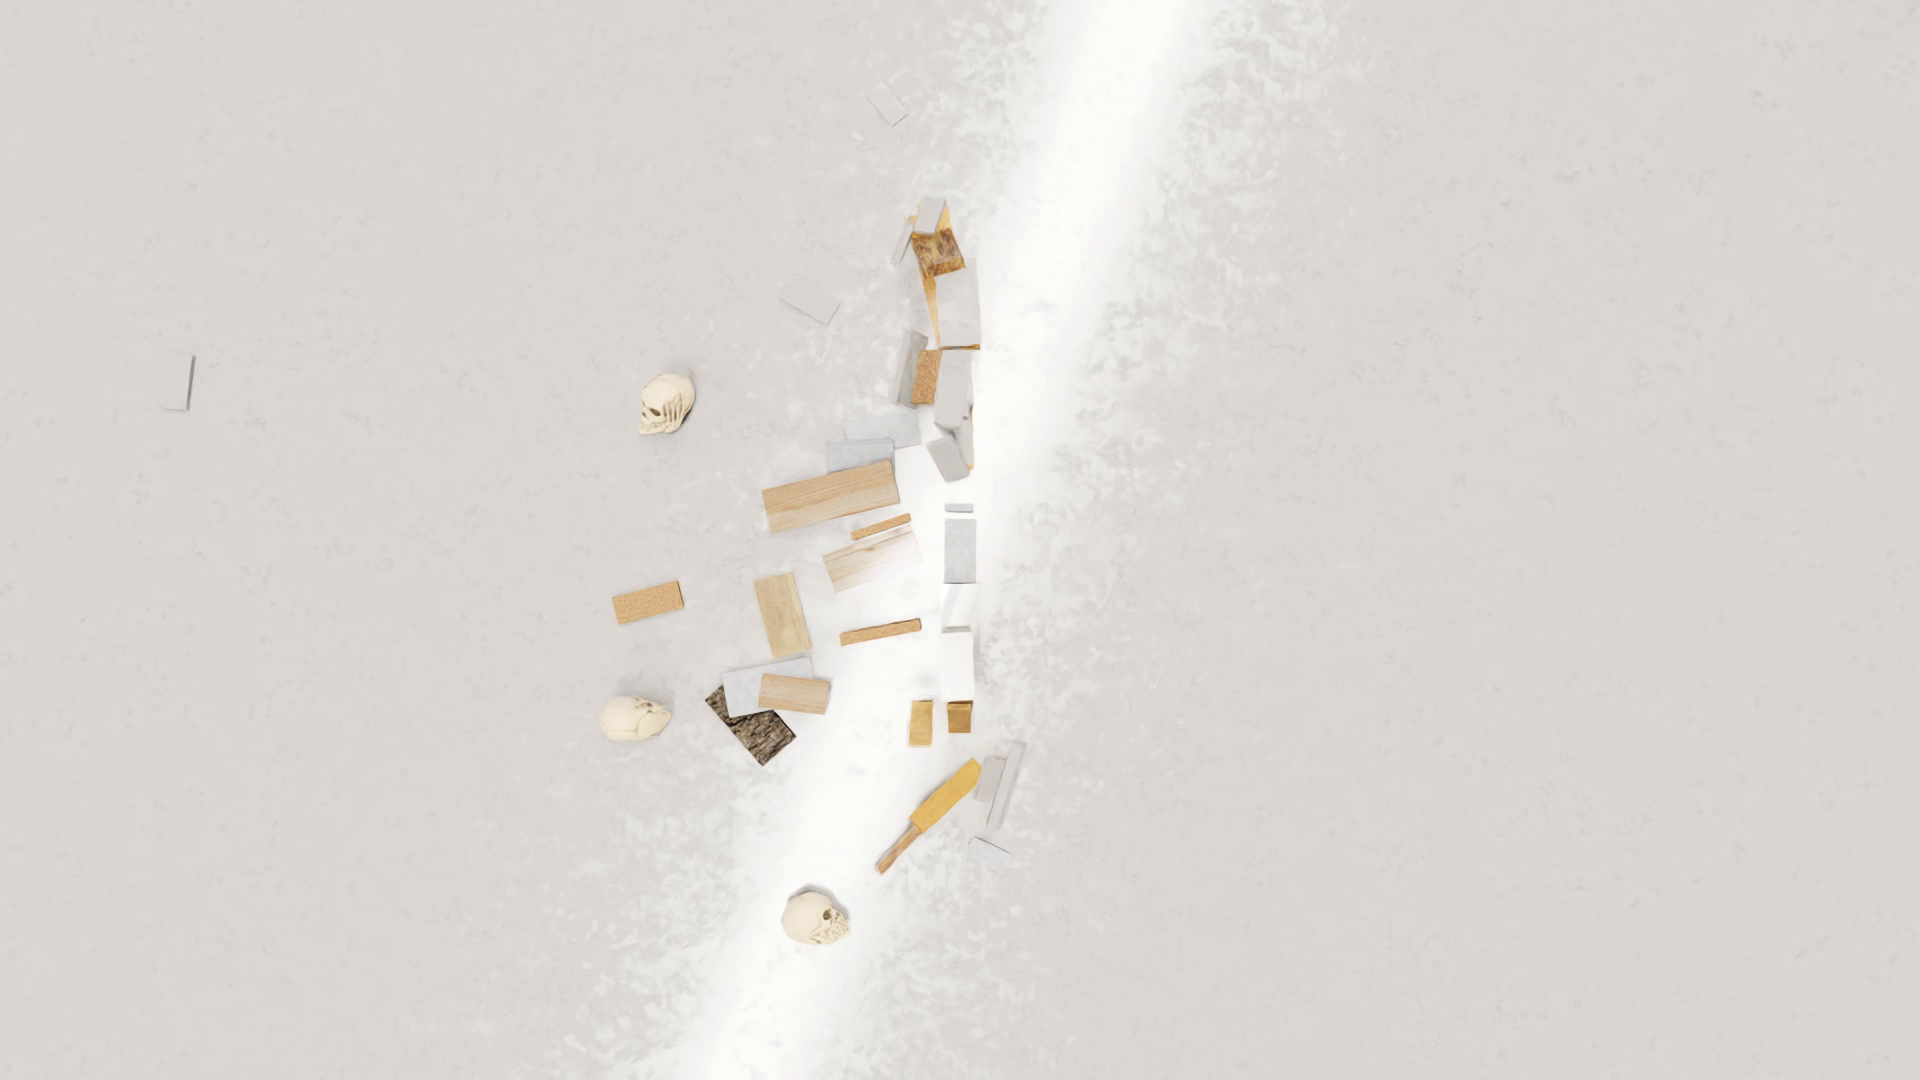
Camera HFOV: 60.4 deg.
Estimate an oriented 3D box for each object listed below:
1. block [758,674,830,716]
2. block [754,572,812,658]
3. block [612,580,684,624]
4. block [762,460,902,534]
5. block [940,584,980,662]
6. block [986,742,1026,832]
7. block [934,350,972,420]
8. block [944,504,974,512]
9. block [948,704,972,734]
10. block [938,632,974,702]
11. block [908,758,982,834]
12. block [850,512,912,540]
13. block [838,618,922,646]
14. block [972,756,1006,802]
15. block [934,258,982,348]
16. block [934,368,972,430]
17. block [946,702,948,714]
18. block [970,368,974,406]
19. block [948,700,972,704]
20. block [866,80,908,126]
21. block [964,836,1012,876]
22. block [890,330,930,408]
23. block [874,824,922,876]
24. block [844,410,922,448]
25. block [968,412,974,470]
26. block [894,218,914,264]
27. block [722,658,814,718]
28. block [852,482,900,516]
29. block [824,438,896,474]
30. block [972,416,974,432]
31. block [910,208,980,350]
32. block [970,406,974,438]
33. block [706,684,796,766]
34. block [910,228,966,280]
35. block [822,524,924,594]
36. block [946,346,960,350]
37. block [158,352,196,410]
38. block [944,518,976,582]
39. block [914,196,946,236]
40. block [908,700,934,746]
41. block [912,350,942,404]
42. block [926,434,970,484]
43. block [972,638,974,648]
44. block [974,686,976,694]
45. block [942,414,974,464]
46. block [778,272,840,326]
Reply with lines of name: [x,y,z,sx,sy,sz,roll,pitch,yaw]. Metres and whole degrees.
block: [-0.547,0.507,5.420,0.221,0.031,0.111,8,81,-8]
block: [-0.588,0.250,5.481,0.133,0.038,0.266,-15,90,0]
block: [-1.037,0.208,5.487,0.224,0.026,0.092,-15,90,0]
block: [-0.426,-0.143,5.452,0.441,0.041,0.146,-13,90,7]
block: [0.001,0.262,5.236,0.123,0.035,0.247,-1,90,0]
block: [0.154,0.814,5.443,0.031,0.111,0.291,17,90,13]
block: [-0.023,-0.506,5.365,0.112,0.032,0.225,2,77,1]
block: [-0.003,-0.105,5.404,0.096,0.192,0.027,0,90,0]
block: [-0.002,0.578,5.335,0.075,0.341,0.021,0,71,0]
block: [-0.011,0.383,4.998,0.102,0.029,0.204,-3,90,0]
block: [-0.038,0.841,5.429,0.299,0.021,0.073,-40,87,-24]
block: [-0.260,-0.044,5.449,0.203,0.101,0.029,-19,90,0]
block: [-0.260,0.302,5.433,0.265,0.133,0.038,-11,91,0]
block: [0.097,0.793,5.467,0.073,0.021,0.147,15,93,-36]
block: [-0.006,-0.773,5.387,0.137,0.039,0.275,-4,101,1]
block: [-0.025,-0.457,5.322,0.088,0.025,0.192,11,75,1]
block: [-0.004,0.474,5.320,0.084,0.024,0.167,0,90,0]
block: [-0.002,-0.527,5.402,0.088,0.025,0.176,-4,79,0]
block: [0.002,0.511,5.234,0.075,0.150,0.021,-1,72,0]
block: [-0.244,-1.451,5.490,0.070,0.020,0.140,-39,90,0]
block: [0.094,1.049,5.490,0.147,0.021,0.073,26,90,0]
block: [-0.167,-0.566,5.450,0.029,0.101,0.243,12,90,34]
block: [-0.195,1.007,5.444,0.031,0.111,0.221,43,90,-1]
block: [-0.254,-0.355,5.484,0.242,0.032,0.113,-9,90,0]
block: [-0.005,-0.327,5.447,0.096,0.027,0.192,-2,112,-1]
block: [-0.186,-0.988,5.439,0.020,0.070,0.140,19,114,-11]
block: [-0.629,0.487,5.447,0.293,0.041,0.146,-10,84,-10]
block: [-0.304,-0.135,5.486,0.202,0.029,0.101,-4,90,0]
block: [-0.330,-0.273,5.454,0.225,0.032,0.113,-3,126,0]
block: [-0.003,-0.445,5.457,0.088,0.025,0.176,-3,111,0]
block: [-0.054,-0.852,5.481,0.137,0.039,0.476,-13,90,0]
block: [-0.002,-0.385,5.452,0.088,0.025,0.176,-2,112,-1]
block: [-0.695,0.593,5.479,0.146,0.041,0.293,-41,90,0]
block: [-0.073,-0.926,5.333,0.137,0.275,0.039,-17,121,0]
block: [-0.289,0.062,5.481,0.313,0.038,0.133,-20,90,0]
block: [-0.007,-0.590,5.467,0.054,0.015,0.109,-25,116,6]
block: [-2.605,-0.528,5.487,0.092,0.026,0.185,7,90,0]
block: [0.001,0.034,5.280,0.103,0.029,0.205,1,90,0]
block: [-0.101,-1.067,5.440,0.070,0.020,0.139,11,64,13]
block: [-0.130,0.610,5.483,0.075,0.021,0.150,3,90,-7]
block: [-0.109,-0.531,5.371,0.025,0.088,0.176,13,84,-39]
block: [-0.037,-0.264,5.399,0.088,0.025,0.176,-18,134,12]
block: [-0.011,0.320,5.115,0.102,0.204,0.029,-1,84,0]
block: [-0.005,0.463,5.161,0.102,0.295,0.029,-1,88,0]
block: [-0.008,-0.343,5.412,0.096,0.027,0.192,-5,112,0]
block: [-0.499,-0.800,5.487,0.184,0.026,0.092,31,90,0]
